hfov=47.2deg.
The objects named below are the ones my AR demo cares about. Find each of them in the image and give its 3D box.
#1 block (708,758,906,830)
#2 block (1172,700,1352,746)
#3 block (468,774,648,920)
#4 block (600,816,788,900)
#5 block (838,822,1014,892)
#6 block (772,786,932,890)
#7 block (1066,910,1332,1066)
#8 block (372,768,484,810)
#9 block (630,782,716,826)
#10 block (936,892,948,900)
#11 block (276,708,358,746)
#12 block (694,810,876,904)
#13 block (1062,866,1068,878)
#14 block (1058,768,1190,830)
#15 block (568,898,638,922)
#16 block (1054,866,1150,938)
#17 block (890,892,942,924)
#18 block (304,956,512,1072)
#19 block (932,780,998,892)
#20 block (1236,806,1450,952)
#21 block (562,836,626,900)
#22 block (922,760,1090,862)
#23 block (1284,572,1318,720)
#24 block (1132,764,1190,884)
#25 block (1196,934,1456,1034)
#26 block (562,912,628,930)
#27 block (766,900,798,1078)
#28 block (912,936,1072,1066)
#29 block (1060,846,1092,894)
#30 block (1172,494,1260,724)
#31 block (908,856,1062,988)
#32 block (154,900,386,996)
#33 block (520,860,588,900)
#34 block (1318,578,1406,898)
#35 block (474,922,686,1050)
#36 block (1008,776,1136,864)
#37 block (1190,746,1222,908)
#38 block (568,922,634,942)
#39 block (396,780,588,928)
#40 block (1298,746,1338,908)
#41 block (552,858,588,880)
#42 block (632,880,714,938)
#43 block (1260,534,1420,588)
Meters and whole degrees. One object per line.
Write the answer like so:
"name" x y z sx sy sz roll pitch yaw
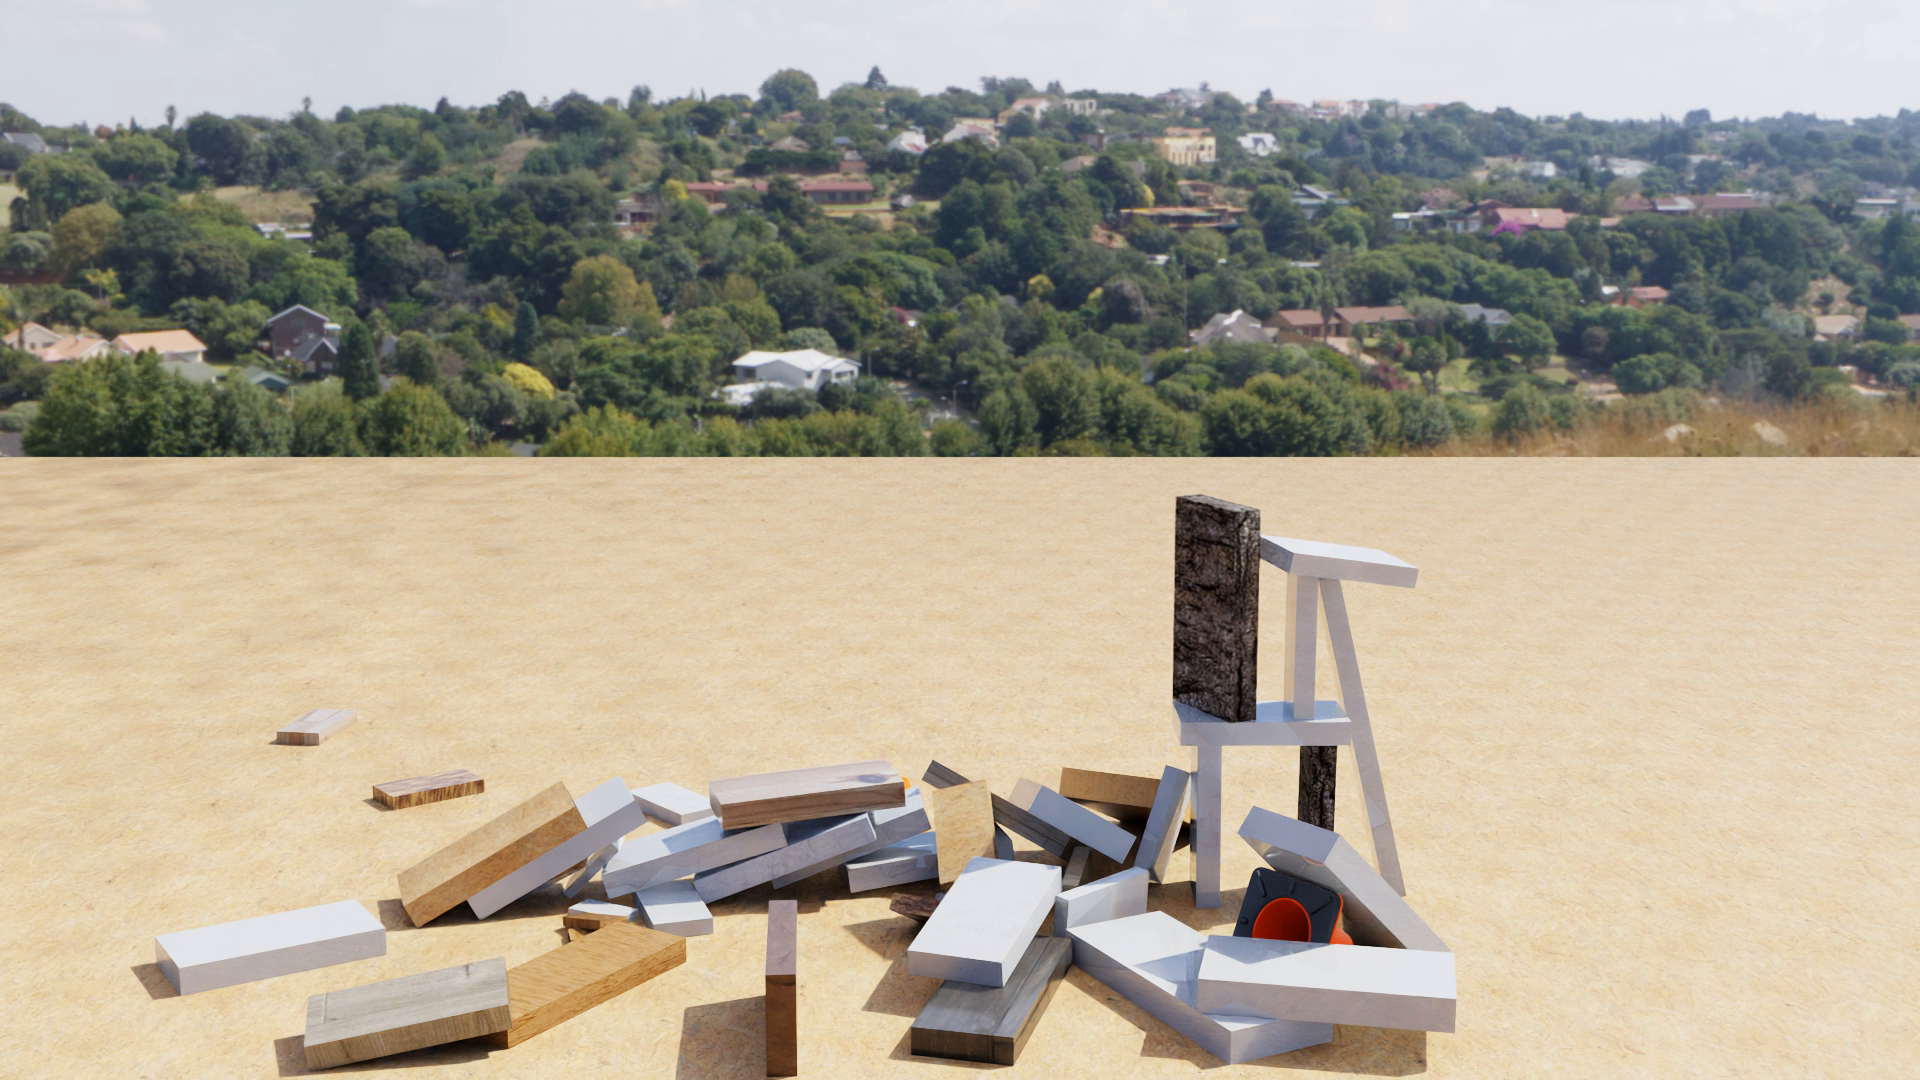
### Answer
"block" -0.257 0.422 3.665 0.304 0.043 0.152 -6 10 -14
"block" 0.493 0.300 3.613 0.275 0.039 0.138 0 11 -1
"block" -0.676 0.506 3.636 0.309 0.044 0.154 -30 18 -11
"block" -0.439 0.510 3.665 0.304 0.043 0.152 -17 10 -1
"block" -0.061 0.536 3.737 0.282 0.040 0.141 -9 8 -11
"block" -0.191 0.505 3.748 0.282 0.040 0.141 -21 10 -1
"block" 0.341 0.648 3.221 0.172 0.049 0.441 -6 12 -27
"block" -1.016 0.476 4.208 0.186 0.026 0.093 -8 13 -37
"block" -0.532 0.495 4.108 0.095 0.027 0.191 -9 14 -39
"block" 0.049 0.574 3.522 0.099 0.028 0.197 -5 -6 -28
"block" -1.358 0.394 4.649 0.093 0.026 0.186 2 11 9
"block" -0.290 0.512 3.672 0.304 0.043 0.152 -21 10 1
"block" 0.094 0.573 3.681 0.197 0.028 0.099 1 11 4
"block" 0.316 0.459 3.868 0.175 0.049 0.349 5 -12 23
"block" -0.577 0.603 3.558 0.103 0.015 0.051 6 12 28
"block" 0.221 0.582 3.446 0.027 0.095 0.191 16 19 43
"block" -0.001 0.591 3.451 0.197 0.028 0.099 4 -18 30
"block" -0.765 0.656 3.055 0.274 0.039 0.137 -10 20 -11
"block" 0.009 0.492 3.663 0.095 0.027 0.191 -14 46 7
"block" 0.575 0.525 3.282 0.172 0.049 0.345 13 -26 51
"block" -0.608 0.540 3.656 0.017 0.121 0.061 43 12 -10
"block" 0.080 0.472 3.785 0.282 0.040 0.141 27 -6 22
"block" 0.557 0.162 3.594 0.034 0.239 0.120 0 11 1
"block" 0.342 0.477 3.689 0.027 0.191 0.095 16 -5 25
"block" 0.517 0.622 3.094 0.349 0.049 0.175 2 11 11
"block" -0.578 0.604 3.484 0.051 0.015 0.103 -1 -3 -44
"block" -0.249 0.624 3.087 0.041 0.145 0.290 -1 11 -4
"block" 0.052 0.658 3.190 0.145 0.041 0.386 3 11 14
"block" 0.186 0.568 3.528 0.027 0.095 0.191 2 11 10
"block" 0.417 0.109 3.590 0.049 0.345 0.172 -6 12 -27
"block" 0.041 0.569 3.304 0.145 0.041 0.290 4 21 20
"block" -1.056 0.622 3.375 0.309 0.044 0.154 -7 12 -32
"block" -0.679 0.555 3.666 0.121 0.017 0.061 -28 13 -3
"block" 0.660 0.316 3.648 0.034 0.554 0.120 -13 10 5
"block" -0.580 0.650 3.239 0.137 0.039 0.387 7 12 32
"block" 0.184 0.471 3.725 0.175 0.049 0.349 29 -6 -2
"block" 0.406 0.455 3.641 0.039 0.275 0.138 0 11 1
"block" -0.562 0.622 3.456 0.103 0.015 0.051 -3 11 -15
"block" -0.768 0.512 3.605 0.309 0.044 0.154 -30 18 -11
"block" 0.589 0.454 3.644 0.039 0.275 0.138 1 11 0
"block" -0.671 0.539 3.636 0.121 0.017 0.061 -23 18 10
"block" -0.466 0.597 3.556 0.095 0.027 0.191 -3 11 -18
"block" 0.609 0.035 3.568 0.239 0.034 0.120 7 12 -24
